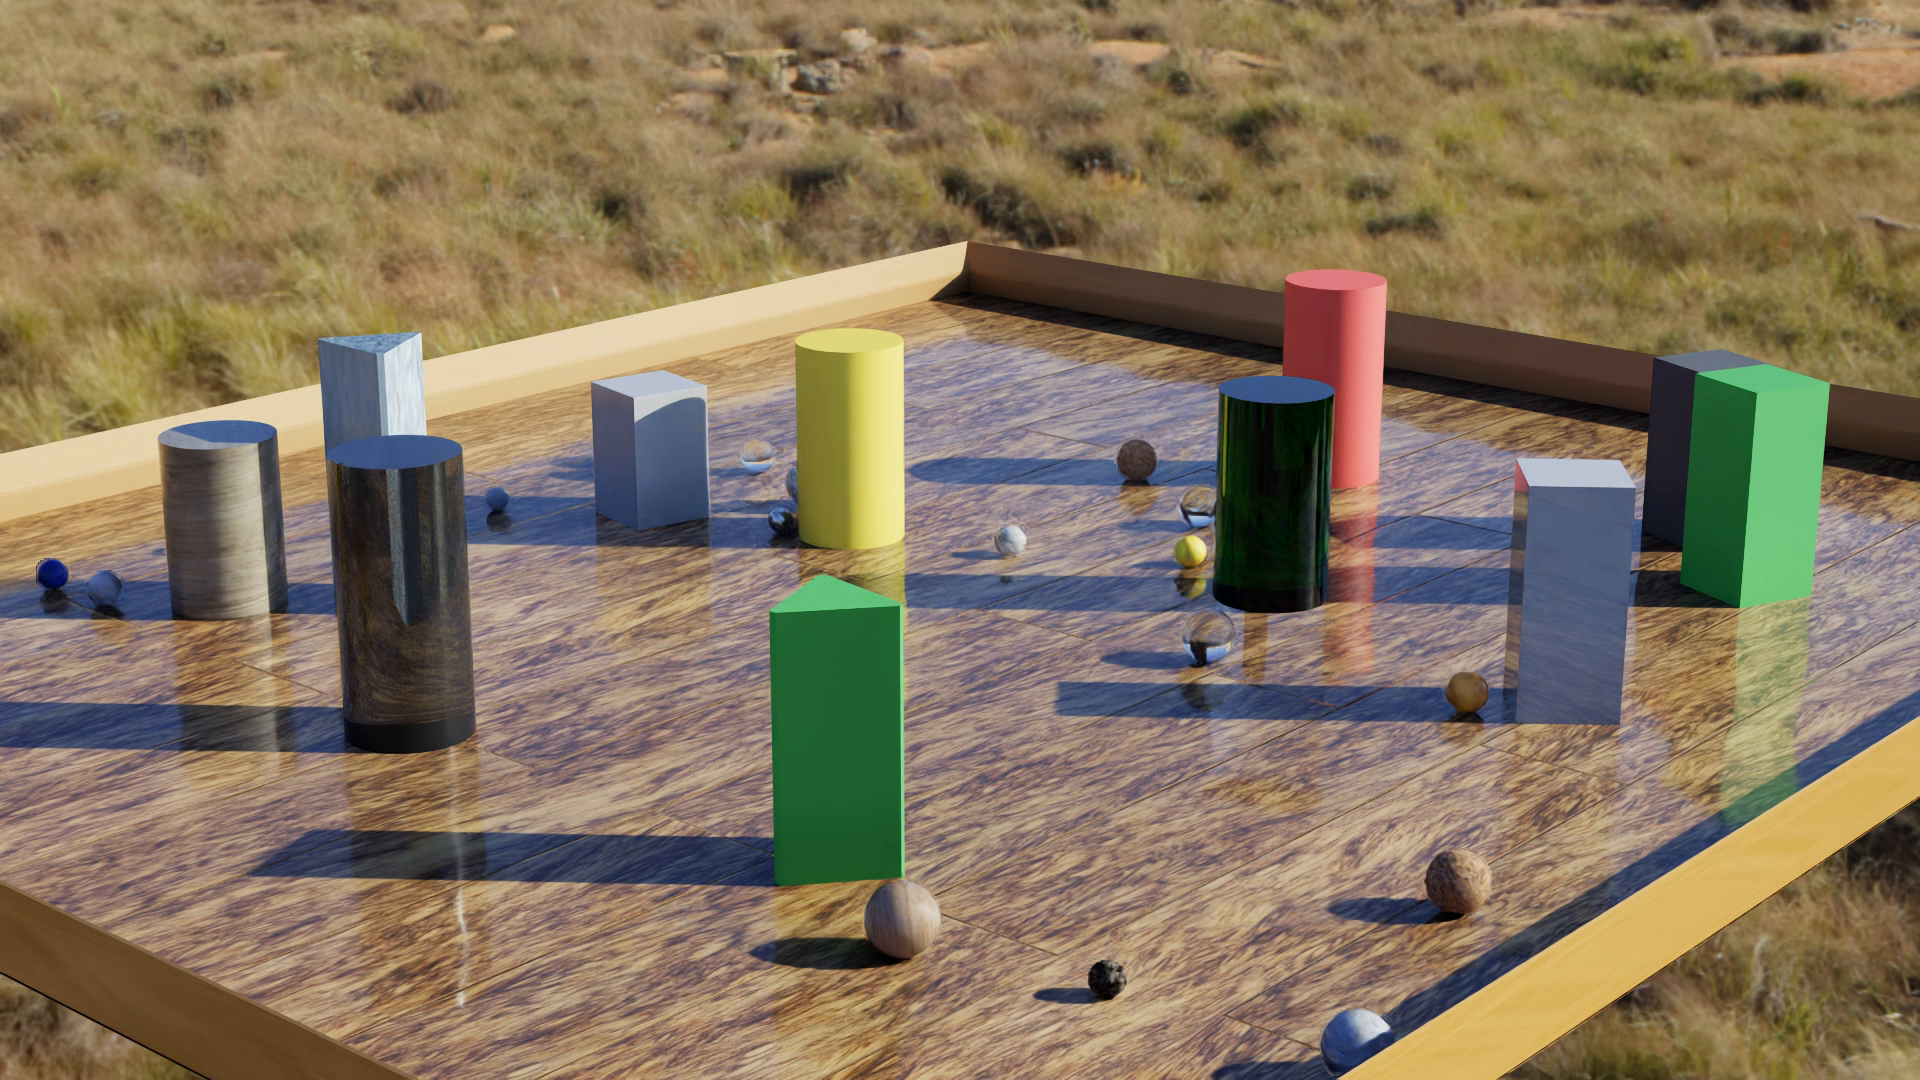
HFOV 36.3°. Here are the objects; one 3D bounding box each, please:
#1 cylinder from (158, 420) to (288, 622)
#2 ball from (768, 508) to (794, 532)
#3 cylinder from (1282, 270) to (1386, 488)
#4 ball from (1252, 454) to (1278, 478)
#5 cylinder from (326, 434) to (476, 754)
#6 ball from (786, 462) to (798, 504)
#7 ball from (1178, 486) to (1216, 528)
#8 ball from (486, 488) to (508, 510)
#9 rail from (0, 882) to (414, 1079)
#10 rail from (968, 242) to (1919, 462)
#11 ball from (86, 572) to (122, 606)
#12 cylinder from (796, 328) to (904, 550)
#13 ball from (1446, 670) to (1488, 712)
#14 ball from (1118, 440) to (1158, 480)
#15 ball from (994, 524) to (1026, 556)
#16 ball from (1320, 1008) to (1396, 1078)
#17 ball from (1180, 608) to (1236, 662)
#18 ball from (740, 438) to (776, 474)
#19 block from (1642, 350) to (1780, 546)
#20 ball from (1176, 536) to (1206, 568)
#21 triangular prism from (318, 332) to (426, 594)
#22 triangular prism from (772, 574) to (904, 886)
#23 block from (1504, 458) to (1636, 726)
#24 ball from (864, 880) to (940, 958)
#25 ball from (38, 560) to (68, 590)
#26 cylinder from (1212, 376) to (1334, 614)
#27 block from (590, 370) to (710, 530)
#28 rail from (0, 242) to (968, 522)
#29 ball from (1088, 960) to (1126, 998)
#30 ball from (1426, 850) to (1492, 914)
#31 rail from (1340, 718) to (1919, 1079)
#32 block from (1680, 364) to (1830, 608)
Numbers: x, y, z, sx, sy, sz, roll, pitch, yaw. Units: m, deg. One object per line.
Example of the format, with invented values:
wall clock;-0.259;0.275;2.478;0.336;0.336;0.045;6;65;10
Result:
cylinder;-1.267;-0.035;5.047;0.199;0.303;0.199;0;17;0
ball;-0.336;-0.037;5.497;0.047;0.047;0.047;0;17;0
cylinder;0.740;-0.322;5.829;0.199;0.400;0.199;0;17;0
ball;0.610;-0.149;5.865;0.048;0.048;0.048;0;17;0
cylinder;-0.840;0.080;4.422;0.199;0.442;0.199;0;17;0
ball;-0.286;-0.110;5.650;0.099;0.099;0.099;0;17;0
ball;0.453;-0.064;5.528;0.079;0.079;0.079;0;17;0
ball;-0.890;-0.079;5.641;0.044;0.044;0.044;0;17;0
rail;-1.265;0.452;3.725;3.342;0.129;0.045;14;22;39
rail;1.265;-0.388;6.514;3.342;0.129;0.045;14;22;39
ball;-1.481;0.085;5.072;0.059;0.059;0.059;0;17;0
cylinder;-0.203;-0.189;5.438;0.199;0.372;0.199;0;17;0
ball;0.789;0.236;4.558;0.065;0.065;0.065;0;17;0
ball;0.354;-0.161;5.850;0.080;0.080;0.080;0;17;0
ball;0.092;0.001;5.351;0.058;0.058;0.058;0;17;0
ball;0.458;0.582;3.373;0.085;0.085;0.085;0;17;0
ball;0.405;0.156;4.784;0.089;0.089;0.089;0;17;0
ball;-0.407;-0.169;5.894;0.071;0.071;0.071;0;17;0
block;1.388;-0.167;5.432;0.159;0.333;0.159;-8;18;-24
ball;0.416;0.021;5.288;0.056;0.056;0.056;0;17;0
triangular prism;-0.981;-0.123;5.068;0.172;0.459;0.149;15;22;40
triangular prism;-0.173;0.252;3.950;0.172;0.385;0.149;-3;17;-10
block;0.940;0.079;4.535;0.159;0.380;0.159;1;17;3
ball;-0.073;0.478;3.698;0.097;0.097;0.097;0;17;0
ball;-1.597;0.060;5.164;0.053;0.053;0.053;0;17;0
cylinder;0.542;-0.080;5.077;0.199;0.372;0.199;0;17;0
block;-0.589;-0.172;5.581;0.159;0.257;0.159;-12;21;-35
rail;-1.244;-0.279;6.154;0.045;0.129;3.905;14;22;39
ball;0.180;0.537;3.589;0.047;0.047;0.047;0;17;0
ball;0.650;0.446;3.826;0.085;0.085;0.085;0;17;0
rail;1.244;0.344;4.086;0.045;0.129;3.905;14;22;39
block;1.383;-0.096;5.110;0.159;0.382;0.159;-8;19;-25
